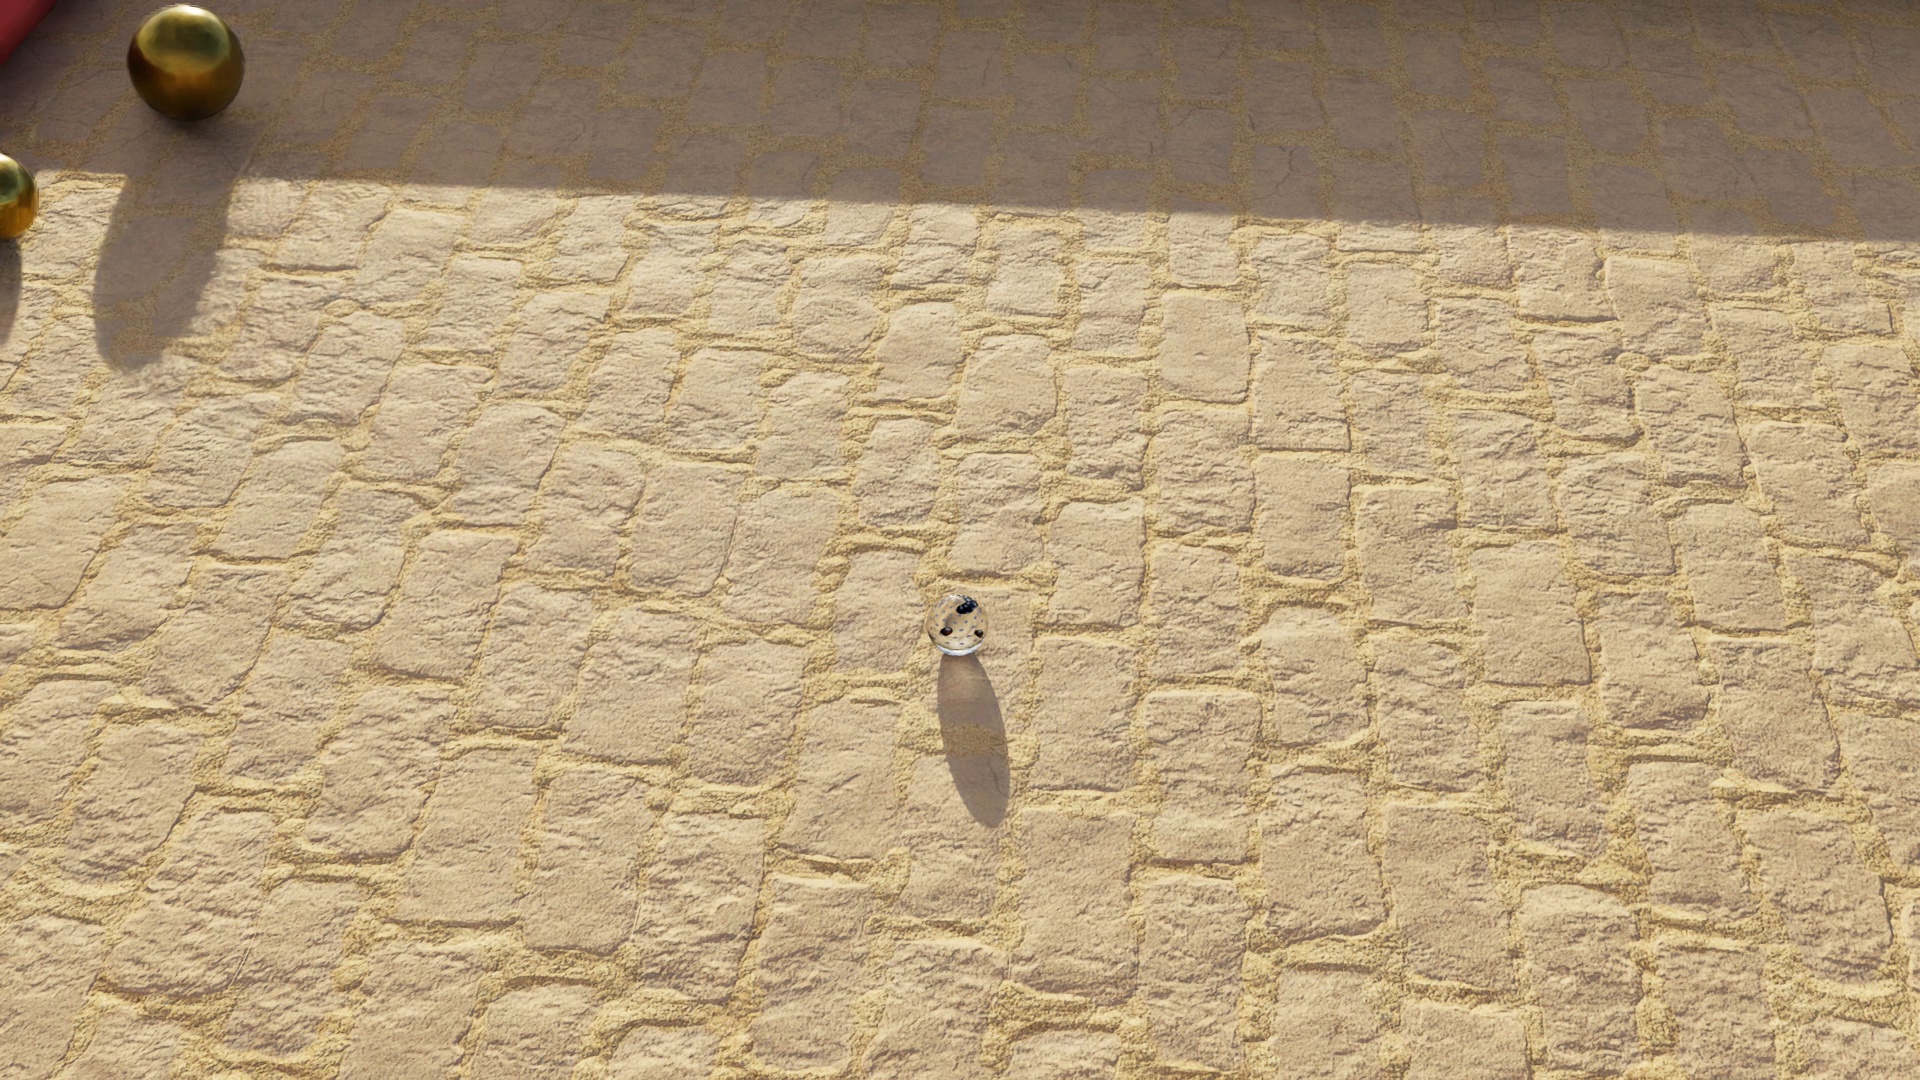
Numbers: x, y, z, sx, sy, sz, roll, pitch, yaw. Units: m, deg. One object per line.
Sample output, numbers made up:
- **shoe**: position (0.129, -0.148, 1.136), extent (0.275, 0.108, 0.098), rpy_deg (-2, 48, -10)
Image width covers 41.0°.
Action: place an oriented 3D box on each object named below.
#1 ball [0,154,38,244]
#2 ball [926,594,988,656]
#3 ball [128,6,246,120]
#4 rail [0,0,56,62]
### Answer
- **ball**: position (-0.787, -0.277, 2.081), extent (0.074, 0.074, 0.074), rpy_deg (0, 36, 0)
- **ball**: position (-0.002, 0.055, 1.651), extent (0.040, 0.040, 0.040), rpy_deg (0, 36, 0)
- **ball**: position (-0.680, -0.419, 2.255), extent (0.099, 0.099, 0.099), rpy_deg (0, 36, 0)
- **rail**: position (-0.920, -0.072, 1.749), extent (0.045, 0.129, 2.152), rpy_deg (3, 36, 4)
